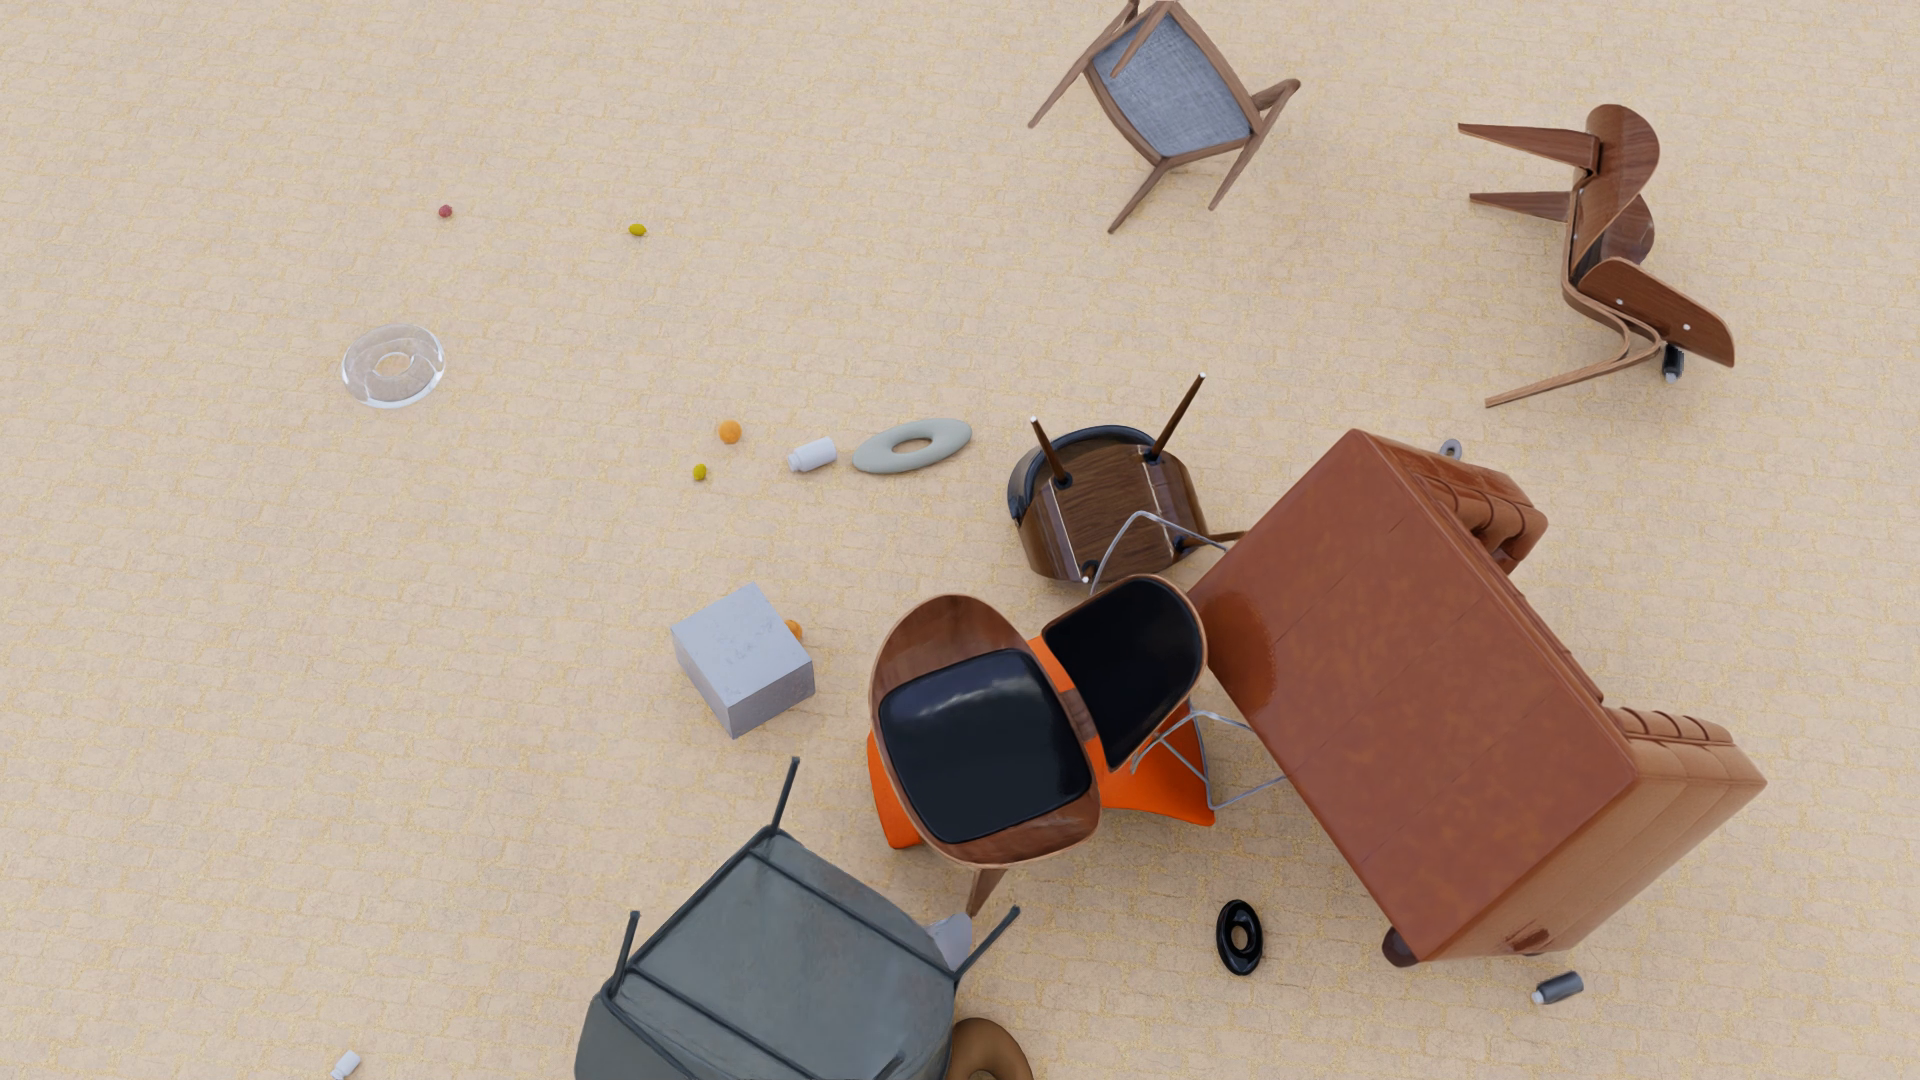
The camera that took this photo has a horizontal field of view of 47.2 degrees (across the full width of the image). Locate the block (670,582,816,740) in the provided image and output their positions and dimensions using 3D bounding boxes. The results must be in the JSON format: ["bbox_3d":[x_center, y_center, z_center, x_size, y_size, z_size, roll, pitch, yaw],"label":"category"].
[{"bbox_3d":[-0.614,0.341,6.234,0.275,0.185,0.315,-29,61,-18],"label":"block"}]

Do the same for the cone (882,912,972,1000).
[{"bbox_3d":[-0.121,1.081,5.798,0.205,0.175,0.275,4,38,32],"label":"cone"}]

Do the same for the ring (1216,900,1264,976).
[{"bbox_3d":[0.741,1.054,5.833,0.125,0.056,0.217,-1,55,1],"label":"ring"}]

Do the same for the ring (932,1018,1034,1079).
[{"bbox_3d":[0.061,1.407,5.569,0.266,0.104,0.413,-9,57,-5],"label":"ring"}]

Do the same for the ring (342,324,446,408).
[{"bbox_3d":[-1.776,-0.547,6.892,0.324,0.084,0.328,17,57,12],"label":"ring"}]

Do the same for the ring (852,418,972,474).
[{"bbox_3d":[-0.146,-0.289,6.739,0.387,0.048,0.168,-16,57,-10],"label":"ring"}]

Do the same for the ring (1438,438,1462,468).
[{"bbox_3d":[1.501,-0.264,6.732,0.067,0.032,0.111,19,59,10],"label":"ring"}]
